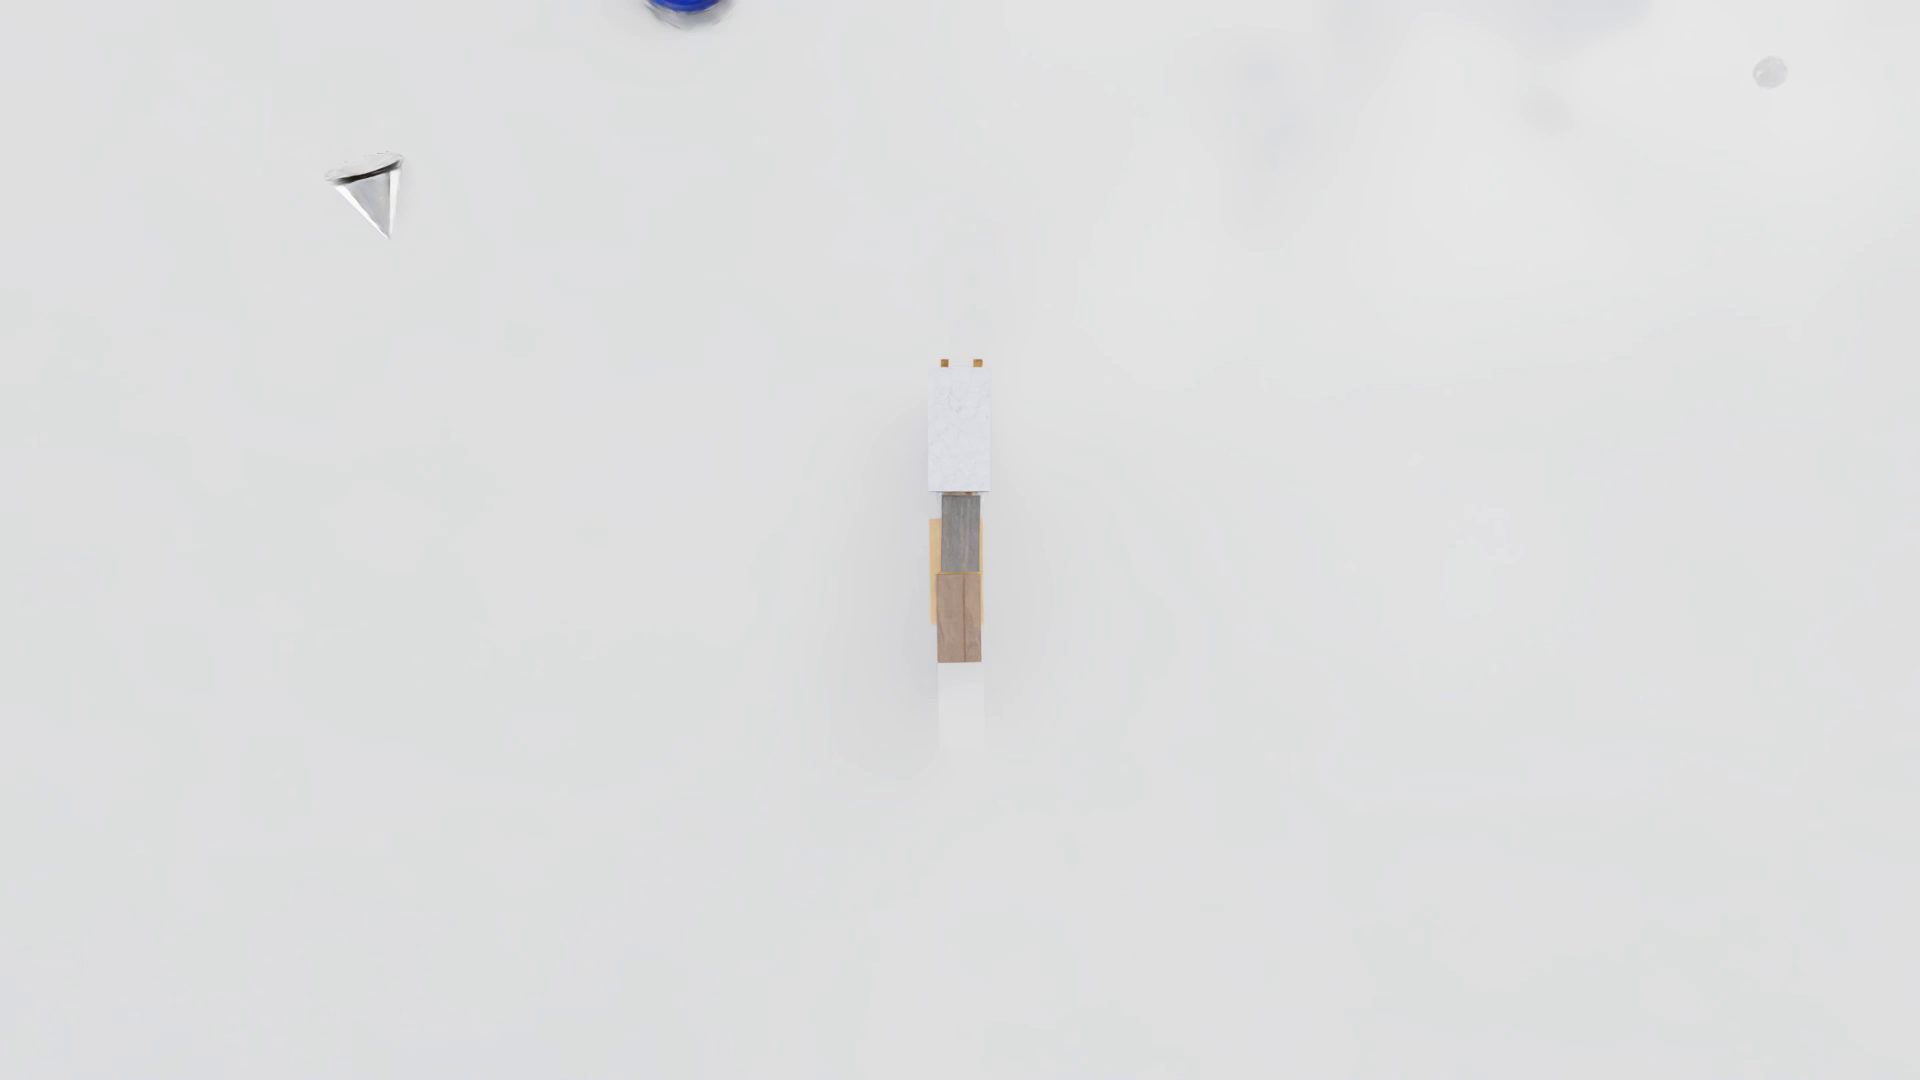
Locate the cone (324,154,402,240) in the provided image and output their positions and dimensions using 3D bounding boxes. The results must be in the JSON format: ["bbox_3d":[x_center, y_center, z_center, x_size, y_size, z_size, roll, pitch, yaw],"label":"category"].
[{"bbox_3d":[-1.925,-1.109,5.442,0.256,0.256,0.256,-12,117,0],"label":"cone"}]

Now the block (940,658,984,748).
[{"bbox_3d":[0.004,0.428,4.326,0.117,0.033,0.234,0,90,0],"label":"block"}]

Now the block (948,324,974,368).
[{"bbox_3d":[0.003,-0.483,4.175,0.063,0.018,0.125,1,90,0],"label":"block"}]

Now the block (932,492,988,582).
[{"bbox_3d":[0.000,-0.042,4.885,0.167,0.047,0.335,0,90,0],"label":"block"}]

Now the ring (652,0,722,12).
[{"bbox_3d":[-0.907,-1.922,5.411,0.384,0.128,0.384,0,88,-12],"label":"ring"}]

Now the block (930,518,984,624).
[{"bbox_3d":[-0.010,0.083,4.375,0.140,0.040,0.280,-1,90,0],"label":"block"}]

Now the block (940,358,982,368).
[{"bbox_3d":[0.004,-0.363,4.325,0.110,0.031,0.221,0,90,0],"label":"block"}]

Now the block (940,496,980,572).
[{"bbox_3d":[0.002,-0.015,4.142,0.097,0.027,0.194,1,90,0],"label":"block"}]

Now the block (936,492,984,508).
[{"bbox_3d":[0.002,-0.220,4.580,0.131,0.037,0.263,0,90,0],"label":"block"}]

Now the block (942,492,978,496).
[{"bbox_3d":[0.000,-0.154,4.362,0.093,0.026,0.185,0,90,0],"label":"block"}]

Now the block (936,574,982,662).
[{"bbox_3d":[-0.003,0.195,4.118,0.110,0.031,0.221,-1,90,0],"label":"block"}]

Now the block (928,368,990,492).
[{"bbox_3d":[-0.002,-0.266,3.990,0.149,0.042,0.298,0,90,0],"label":"block"}]

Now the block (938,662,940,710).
[{"bbox_3d":[0.000,0.350,4.594,0.122,0.035,0.245,0,90,0],"label":"block"}]

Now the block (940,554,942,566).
[{"bbox_3d":[-0.002,0.050,4.255,0.097,0.200,0.027,-1,90,0],"label":"block"}]
